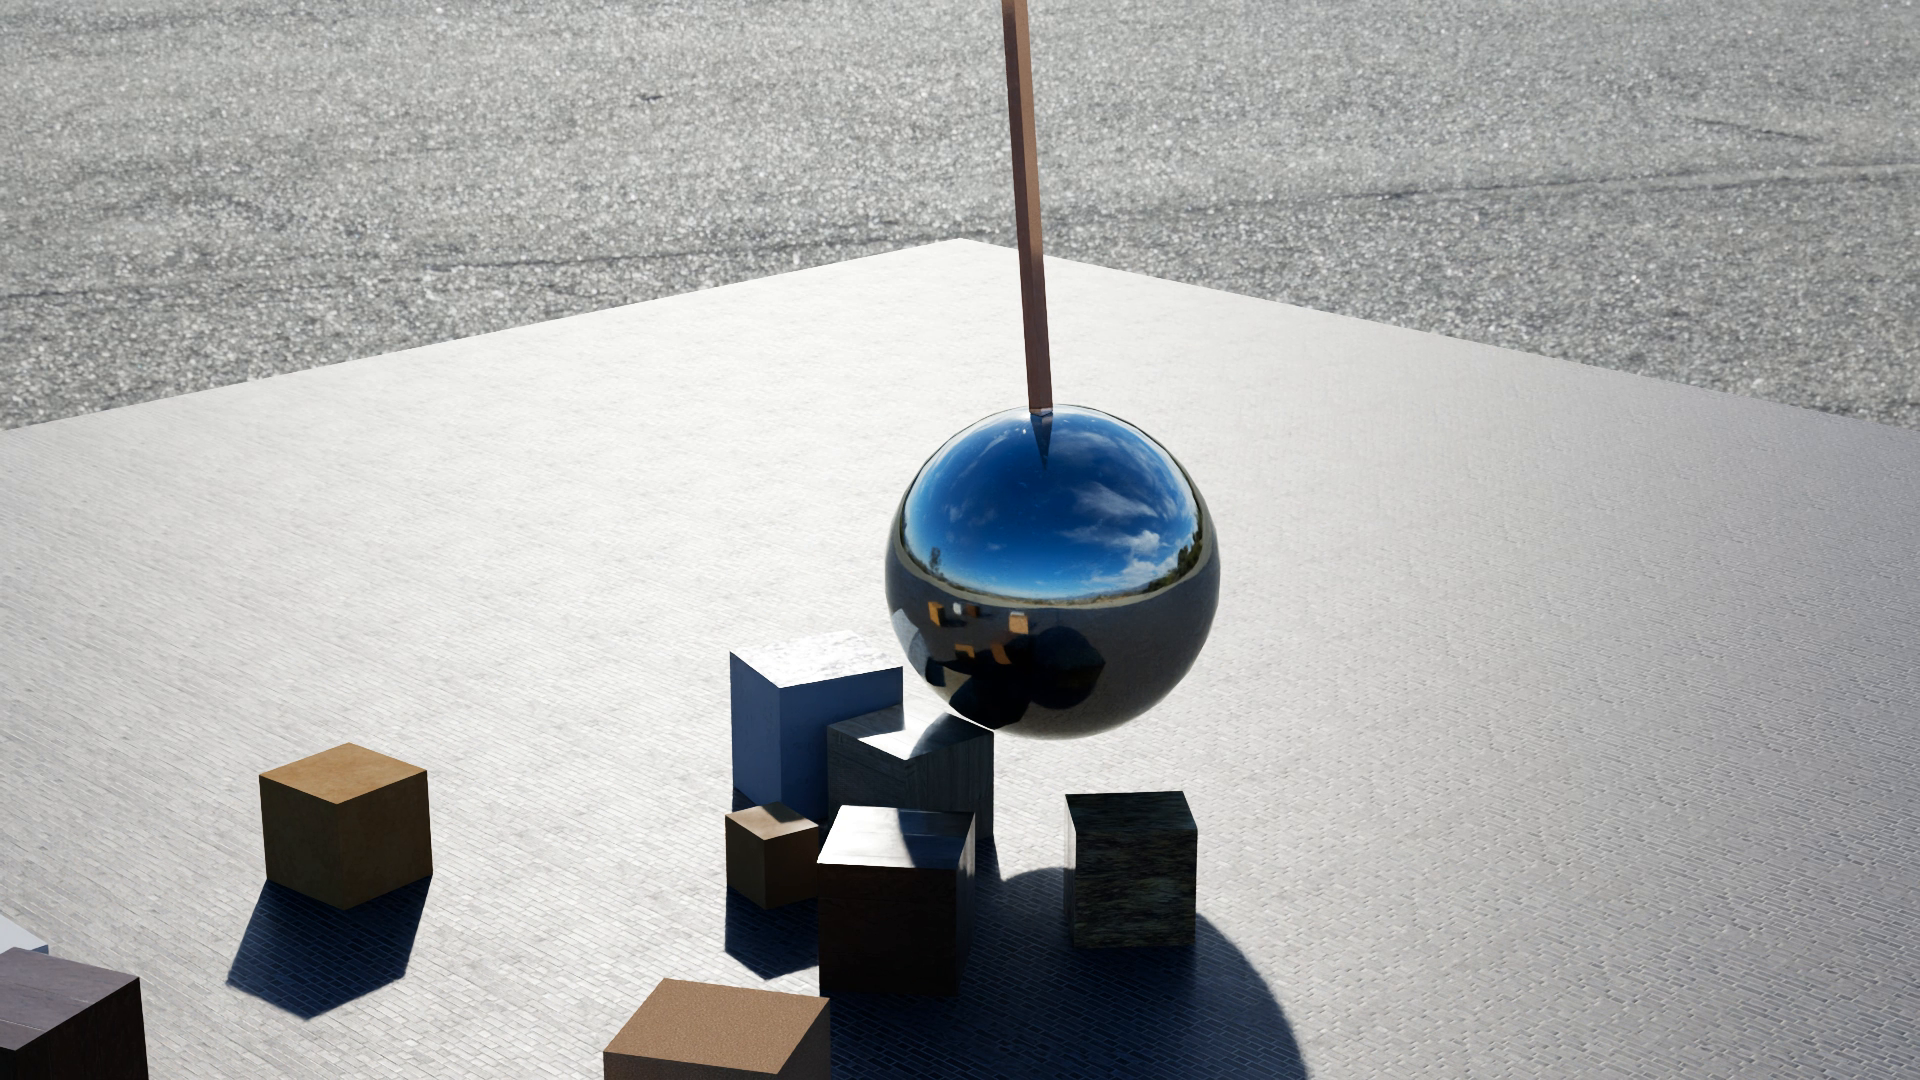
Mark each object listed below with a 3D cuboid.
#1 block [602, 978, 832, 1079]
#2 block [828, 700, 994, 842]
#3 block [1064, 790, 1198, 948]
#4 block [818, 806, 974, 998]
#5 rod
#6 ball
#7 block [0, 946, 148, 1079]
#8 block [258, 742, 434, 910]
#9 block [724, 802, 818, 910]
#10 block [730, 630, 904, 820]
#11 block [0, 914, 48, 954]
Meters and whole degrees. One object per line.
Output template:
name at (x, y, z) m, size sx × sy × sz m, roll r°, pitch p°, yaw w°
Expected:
block at (-0.882, 2.056, 10.798) m, size 0.658 × 0.603 × 0.617 m, roll 5°, pitch 18°, yaw 14°
block at (-0.233, 1.136, 13.857) m, size 0.543 × 0.523 × 0.574 m, roll -15°, pitch 23°, yaw -39°
block at (0.742, 1.441, 12.851) m, size 0.527 × 0.545 × 0.433 m, roll -1°, pitch 17°, yaw -4°
block at (-0.264, 1.533, 12.502) m, size 0.582 × 0.579 × 0.617 m, roll 2°, pitch 18°, yaw 7°
rod at (0.188, -3.002, 12.595) m, size 0.080 × 5.200 × 0.080 m, roll 17°, pitch 30°, yaw 42°
ball at (0.433, 0.151, 13.844) m, size 1.600 × 1.600 × 1.600 m, roll 0°, pitch 17°, yaw 0°
block at (-3.536, 1.986, 11.054) m, size 0.618 × 0.583 × 0.666 m, roll 8°, pitch 19°, yaw 24°
block at (-2.796, 1.297, 13.364) m, size 0.548 × 0.512 × 0.520 m, roll 14°, pitch 22°, yaw 37°
block at (-0.849, 1.423, 13.250) m, size 0.283 × 0.340 × 0.349 m, roll -12°, pitch 21°, yaw -32°
block at (-0.699, 0.906, 14.285) m, size 0.650 × 0.705 × 0.596 m, roll -9°, pitch 20°, yaw -26°
block at (-3.992, 1.822, 11.858) m, size 0.459 × 0.413 × 0.457 m, roll -16°, pitch 24°, yaw -42°
